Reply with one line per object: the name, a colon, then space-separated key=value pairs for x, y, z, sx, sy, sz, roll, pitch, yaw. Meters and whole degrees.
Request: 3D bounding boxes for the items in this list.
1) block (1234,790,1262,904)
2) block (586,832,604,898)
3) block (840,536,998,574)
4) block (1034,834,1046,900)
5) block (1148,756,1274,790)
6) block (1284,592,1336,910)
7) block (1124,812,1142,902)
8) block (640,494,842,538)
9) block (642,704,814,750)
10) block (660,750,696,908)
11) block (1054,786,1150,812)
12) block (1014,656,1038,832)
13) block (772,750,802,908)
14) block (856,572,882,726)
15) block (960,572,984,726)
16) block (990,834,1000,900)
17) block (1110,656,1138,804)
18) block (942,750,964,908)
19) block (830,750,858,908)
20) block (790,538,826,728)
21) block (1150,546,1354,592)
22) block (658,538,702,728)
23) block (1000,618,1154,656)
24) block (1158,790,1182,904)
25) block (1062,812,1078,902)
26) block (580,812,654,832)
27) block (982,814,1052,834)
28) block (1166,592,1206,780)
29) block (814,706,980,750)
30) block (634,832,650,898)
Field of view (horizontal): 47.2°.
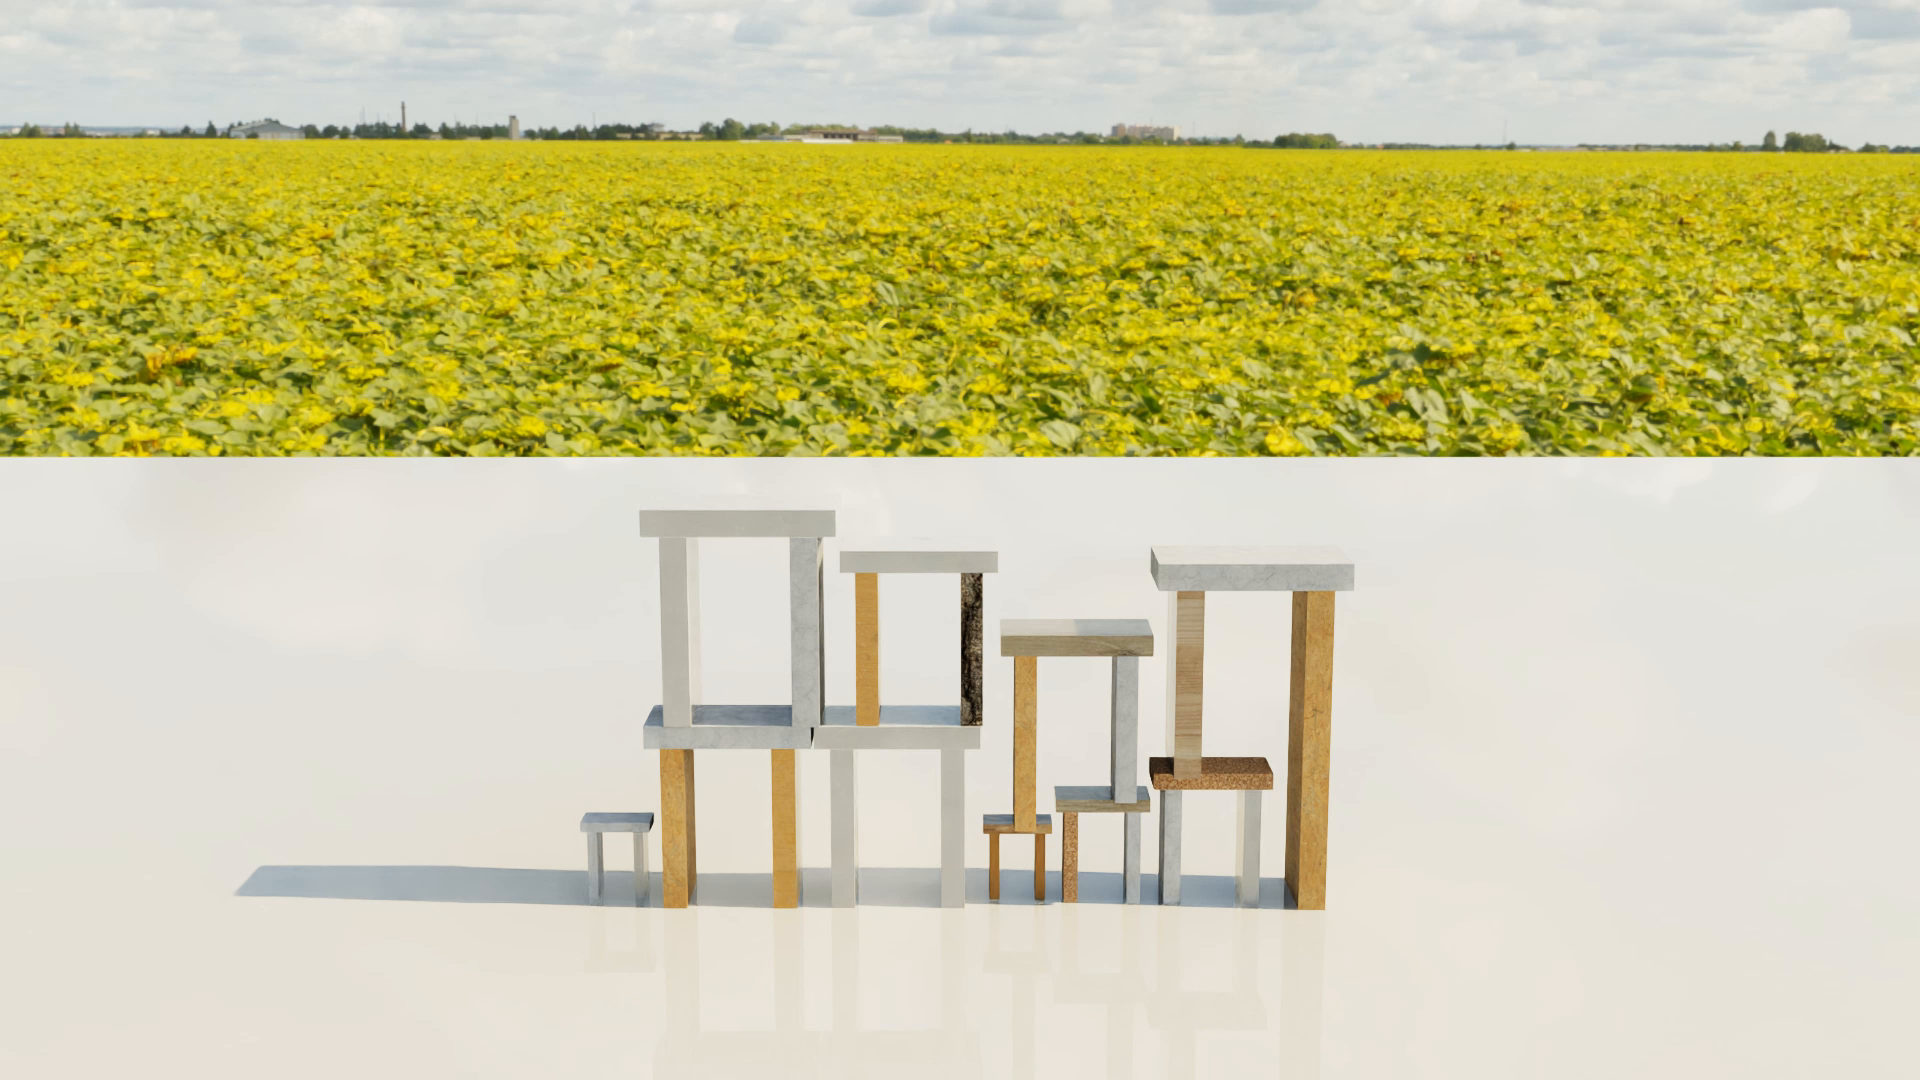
block: x=0.478 y=0.494 z=3.652 sx=0.028 sy=0.194 sz=0.097 roll=0 pitch=11 yaw=0
block: x=-0.607 y=0.533 z=3.663 sx=0.016 sy=0.114 sz=0.057 roll=0 pitch=11 yaw=0
block: x=-0.065 y=0.023 z=3.559 sx=0.252 sy=0.036 sz=0.126 roll=0 pitch=11 yaw=0
block: x=0.133 y=0.534 z=3.659 sx=0.016 sy=0.113 sz=0.057 roll=0 pitch=11 yaw=0
block: x=0.414 y=0.385 z=3.632 sx=0.194 sy=0.028 sz=0.097 roll=0 pitch=11 yaw=0
block: x=0.574 y=0.329 z=3.618 sx=0.044 sy=0.532 sz=0.155 roll=0 pitch=11 yaw=0
block: x=0.286 y=0.515 z=3.650 sx=0.022 sy=0.155 sz=0.077 roll=0 pitch=11 yaw=0
block: x=-0.352 y=-0.040 z=3.553 sx=0.311 sy=0.044 sz=0.155 roll=0 pitch=11 yaw=0
block: x=-0.376 y=0.307 z=3.612 sx=0.270 sy=0.038 sz=0.135 roll=0 pitch=11 yaw=0
block: x=-0.466 y=0.458 z=3.641 sx=0.038 sy=0.270 sz=0.135 roll=0 pitch=11 yaw=0
block: x=0.234 y=0.428 z=3.634 sx=0.155 sy=0.022 sz=0.077 roll=0 pitch=11 yaw=0
block: x=0.107 y=0.320 z=3.616 sx=0.035 sy=0.292 sz=0.122 roll=0 pitch=11 yaw=0
block: x=-0.286 y=0.458 z=3.641 sx=0.038 sy=0.270 sz=0.135 roll=0 pitch=11 yaw=0
block: x=-0.149 y=0.165 z=3.586 sx=0.036 sy=0.252 sz=0.126 roll=0 pitch=11 yaw=0
block: x=0.019 y=0.165 z=3.585 sx=0.036 sy=0.252 sz=0.126 roll=0 pitch=11 yaw=0
block: x=0.057 y=0.534 z=3.659 sx=0.016 sy=0.113 sz=0.057 roll=0 pitch=11 yaw=0
block: x=0.270 y=0.296 z=3.612 sx=0.035 sy=0.245 sz=0.122 roll=0 pitch=11 yaw=0
block: x=-0.012 y=0.458 z=3.642 sx=0.038 sy=0.269 sz=0.135 roll=0 pitch=11 yaw=0
block: x=-0.191 y=0.458 z=3.642 sx=0.038 sy=0.269 sz=0.135 roll=0 pitch=11 yaw=0
block: x=-0.248 y=0.134 z=3.584 sx=0.044 sy=0.311 sz=0.155 roll=0 pitch=11 yaw=0
block: x=0.471 y=0.045 z=3.566 sx=0.311 sy=0.044 sz=0.155 roll=0 pitch=11 yaw=0
block: x=-0.455 y=0.134 z=3.585 sx=0.044 sy=0.311 sz=0.155 roll=0 pitch=11 yaw=0
block: x=0.188 y=0.159 z=3.586 sx=0.245 sy=0.035 sz=0.122 roll=0 pitch=11 yaw=0
block: x=0.349 y=0.494 z=3.652 sx=0.028 sy=0.194 sz=0.097 roll=0 pitch=11 yaw=0
block: x=0.182 y=0.515 z=3.650 sx=0.022 sy=0.155 sz=0.077 roll=0 pitch=11 yaw=0
block: x=-0.569 y=0.469 z=3.652 sx=0.114 sy=0.016 sz=0.057 roll=0 pitch=11 yaw=0
block: x=0.095 y=0.471 z=3.646 sx=0.113 sy=0.016 sz=0.057 roll=0 pitch=11 yaw=0
block: x=0.367 y=0.220 z=3.598 sx=0.044 sy=0.311 sz=0.155 roll=0 pitch=11 yaw=0
block: x=-0.101 y=0.307 z=3.614 sx=0.269 sy=0.038 sz=0.135 roll=0 pitch=11 yaw=0
block: x=-0.531 y=0.533 z=3.663 sx=0.016 sy=0.114 sz=0.057 roll=0 pitch=11 yaw=0
